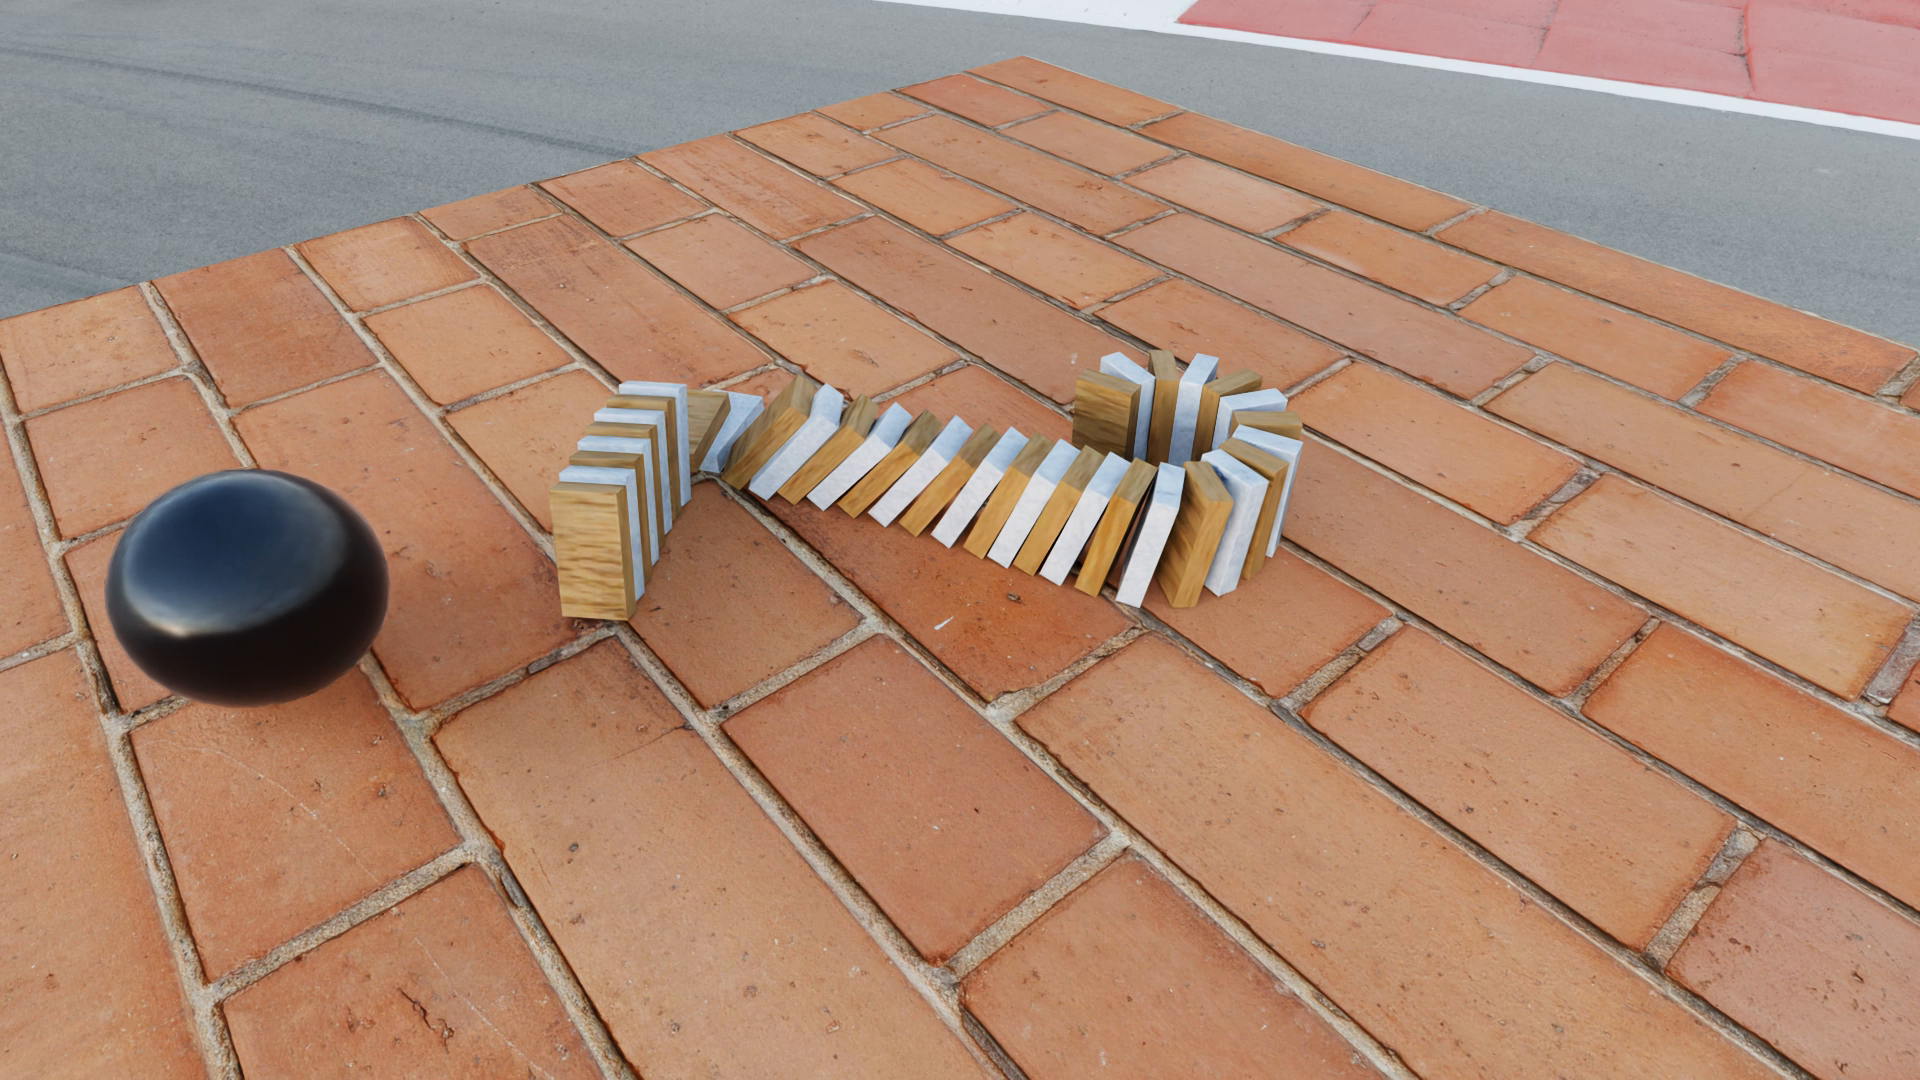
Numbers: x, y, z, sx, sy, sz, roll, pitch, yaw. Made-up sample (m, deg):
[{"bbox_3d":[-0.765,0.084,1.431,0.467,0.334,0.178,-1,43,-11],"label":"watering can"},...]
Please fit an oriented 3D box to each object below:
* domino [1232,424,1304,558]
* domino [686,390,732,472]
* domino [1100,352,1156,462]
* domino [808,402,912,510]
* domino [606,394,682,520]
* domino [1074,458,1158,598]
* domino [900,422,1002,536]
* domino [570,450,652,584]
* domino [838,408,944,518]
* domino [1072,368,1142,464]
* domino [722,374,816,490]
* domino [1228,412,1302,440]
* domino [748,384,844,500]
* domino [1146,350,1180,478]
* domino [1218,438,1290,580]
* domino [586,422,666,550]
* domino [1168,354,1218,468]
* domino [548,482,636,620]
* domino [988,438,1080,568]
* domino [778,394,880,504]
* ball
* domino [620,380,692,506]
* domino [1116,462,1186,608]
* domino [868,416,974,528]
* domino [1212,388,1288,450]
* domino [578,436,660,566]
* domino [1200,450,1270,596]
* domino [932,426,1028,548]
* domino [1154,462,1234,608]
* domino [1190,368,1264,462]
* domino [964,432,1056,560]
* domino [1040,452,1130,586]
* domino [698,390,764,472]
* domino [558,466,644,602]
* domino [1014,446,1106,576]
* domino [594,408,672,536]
[{"bbox_3d":[0.117,-0.019,0.434,0.025,0.050,0.010,19,42,22],"label":"domino"},{"bbox_3d":[-0.122,-0.049,0.489,0.025,0.010,0.050,5,40,6],"label":"domino"},{"bbox_3d":[0.070,-0.053,0.476,0.010,0.050,0.025,-21,44,-23],"label":"domino"},{"bbox_3d":[-0.042,-0.034,0.458,0.010,0.050,0.025,42,41,-14],"label":"domino"},{"bbox_3d":[-0.130,-0.034,0.453,0.025,0.050,0.010,4,20,5],"label":"domino"},{"bbox_3d":[0.059,-0.004,0.416,0.010,0.050,0.025,27,45,10],"label":"domino"},{"bbox_3d":[-0.004,-0.024,0.443,0.010,0.050,0.025,41,46,-3],"label":"domino"},{"bbox_3d":[-0.133,-0.008,0.421,0.025,0.050,0.010,4,21,4],"label":"domino"},{"bbox_3d":[-0.029,-0.031,0.453,0.010,0.050,0.025,42,43,-10],"label":"domino"},{"bbox_3d":[0.061,-0.046,0.467,0.025,0.050,0.010,22,44,25],"label":"domino"},{"bbox_3d":[-0.082,-0.046,0.473,0.010,0.050,0.025,35,32,-25],"label":"domino"},{"bbox_3d":[0.120,-0.028,0.446,0.025,0.050,0.009,1,39,1],"label":"domino"},{"bbox_3d":[-0.070,-0.042,0.467,0.010,0.050,0.025,35,31,-25],"label":"domino"},{"bbox_3d":[0.086,-0.054,0.478,0.010,0.050,0.025,1,39,1],"label":"domino"},{"bbox_3d":[0.109,-0.012,0.426,0.025,0.050,0.009,32,46,33],"label":"domino"},{"bbox_3d":[-0.132,-0.021,0.437,0.025,0.050,0.010,4,21,4],"label":"domino"},{"bbox_3d":[0.100,-0.052,0.475,0.010,0.050,0.025,17,42,20],"label":"domino"},{"bbox_3d":[-0.135,0.004,0.406,0.025,0.050,0.009,4,21,4],"label":"domino"},{"bbox_3d":[0.029,-0.014,0.428,0.010,0.050,0.025,33,46,5],"label":"domino"},{"bbox_3d":[-0.056,-0.038,0.463,0.009,0.050,0.025,39,36,-19],"label":"domino"},{"bbox_3d":[-0.236,0.016,0.368,0.080,0.080,0.080,0,39,0],"label":"ball"},{"bbox_3d":[-0.127,-0.040,0.461,0.025,0.050,0.009,5,20,5],"label":"domino"},{"bbox_3d":[0.071,-0.002,0.413,0.010,0.050,0.025,17,41,4],"label":"domino"},{"bbox_3d":[-0.016,-0.028,0.448,0.009,0.050,0.025,41,44,-7],"label":"domino"},{"bbox_3d":[0.118,-0.037,0.457,0.025,0.050,0.010,-11,41,-13],"label":"domino"},{"bbox_3d":[-0.133,-0.015,0.429,0.025,0.050,0.009,4,21,4],"label":"domino"},{"bbox_3d":[0.099,-0.006,0.419,0.009,0.050,0.025,-17,42,-30],"label":"domino"},{"bbox_3d":[0.008,-0.020,0.437,0.010,0.050,0.025,37,46,1],"label":"domino"},{"bbox_3d":[0.086,-0.002,0.413,0.009,0.050,0.025,-1,39,-14],"label":"domino"},{"bbox_3d":[0.112,-0.046,0.468,0.025,0.050,0.009,-24,45,-26],"label":"domino"},{"bbox_3d":[0.019,-0.017,0.432,0.010,0.050,0.025,34,46,4],"label":"domino"},{"bbox_3d":[0.048,-0.008,0.420,0.009,0.050,0.025,31,46,7],"label":"domino"},{"bbox_3d":[-0.112,-0.051,0.505,0.025,0.010,0.050,10,40,12],"label":"domino"},{"bbox_3d":[-0.134,-0.002,0.414,0.025,0.050,0.009,4,21,4],"label":"domino"},{"bbox_3d":[0.038,-0.011,0.425,0.009,0.050,0.025,32,46,6],"label":"domino"},{"bbox_3d":[-0.132,-0.027,0.445,0.025,0.050,0.009,4,21,4],"label":"domino"}]
